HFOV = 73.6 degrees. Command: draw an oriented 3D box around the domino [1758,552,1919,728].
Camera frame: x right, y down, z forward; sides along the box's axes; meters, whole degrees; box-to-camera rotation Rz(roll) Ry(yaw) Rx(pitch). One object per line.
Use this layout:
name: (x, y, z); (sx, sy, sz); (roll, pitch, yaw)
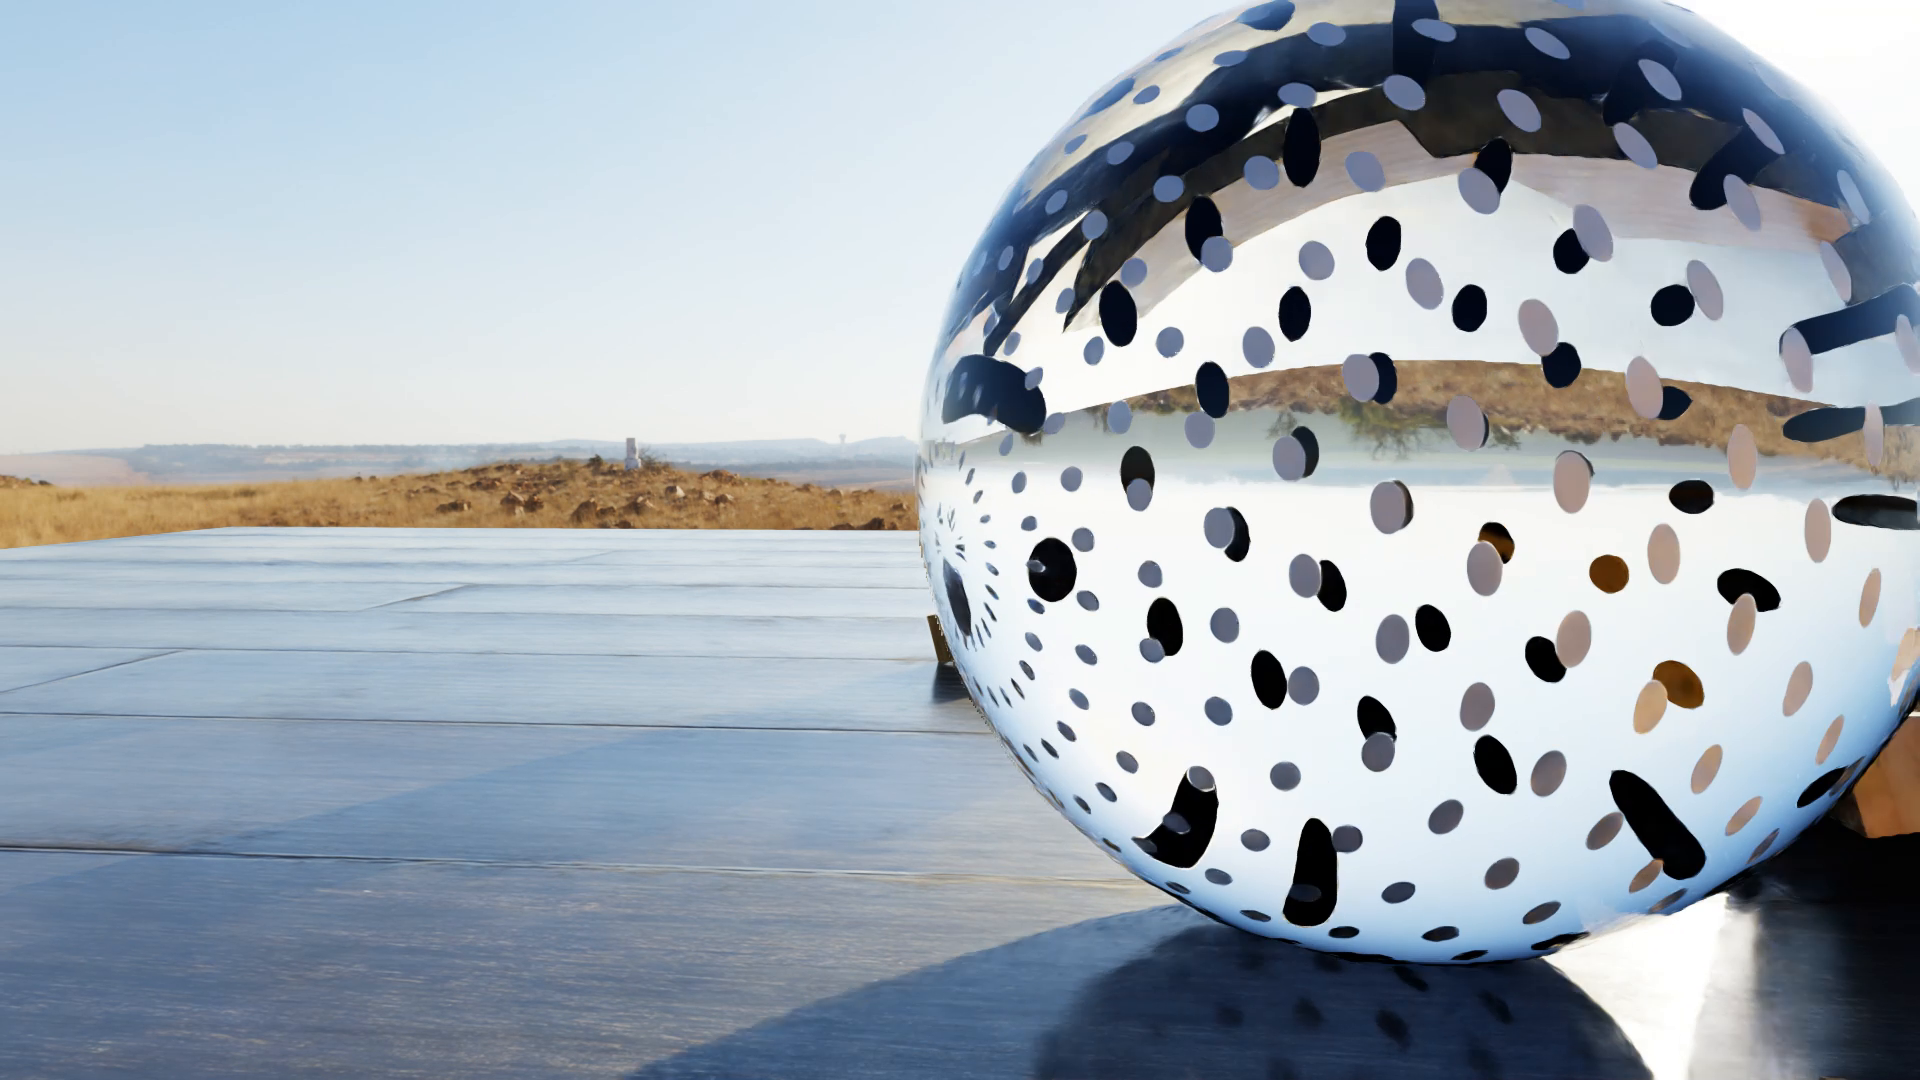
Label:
domino: (0.116, 0.015, 0.161); (0.025, 0.010, 0.050); (-1, -22, 33)

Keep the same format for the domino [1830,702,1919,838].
domino: (0.100, 0.021, 0.129); (0.025, 0.010, 0.050); (-15, -13, 24)

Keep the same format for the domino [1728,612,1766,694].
domino: (0.135, 0.016, 0.194); (0.025, 0.009, 0.050); (2, -13, 22)

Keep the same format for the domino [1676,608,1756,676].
domino: (0.162, 0.020, 0.234); (0.050, 0.010, 0.025); (4, 6, 40)

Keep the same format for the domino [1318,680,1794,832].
domino: (0.072, 0.026, 0.160); (0.050, 0.010, 0.025); (2, 5, 19)

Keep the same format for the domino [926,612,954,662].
domino: (0.019, 0.012, 0.261); (0.025, 0.009, 0.050); (-9, 8, 38)

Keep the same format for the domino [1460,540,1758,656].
domino: (0.133, 0.012, 0.268); (0.050, 0.010, 0.025); (-14, 3, 5)

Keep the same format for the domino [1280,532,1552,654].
domino: (0.096, 0.011, 0.274); (0.050, 0.010, 0.025); (-16, 6, -7)

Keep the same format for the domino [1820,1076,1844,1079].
domino: (0.052, 0.027, 0.040); (0.025, 0.010, 0.050); (1, -14, 14)

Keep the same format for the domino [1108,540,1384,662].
domino: (0.057, 0.012, 0.264); (0.050, 0.010, 0.025); (-15, 6, -7)

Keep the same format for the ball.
ball: (0.036, -0.006, 0.109); (0.080, 0.080, 0.080); (0, 4, 0)
